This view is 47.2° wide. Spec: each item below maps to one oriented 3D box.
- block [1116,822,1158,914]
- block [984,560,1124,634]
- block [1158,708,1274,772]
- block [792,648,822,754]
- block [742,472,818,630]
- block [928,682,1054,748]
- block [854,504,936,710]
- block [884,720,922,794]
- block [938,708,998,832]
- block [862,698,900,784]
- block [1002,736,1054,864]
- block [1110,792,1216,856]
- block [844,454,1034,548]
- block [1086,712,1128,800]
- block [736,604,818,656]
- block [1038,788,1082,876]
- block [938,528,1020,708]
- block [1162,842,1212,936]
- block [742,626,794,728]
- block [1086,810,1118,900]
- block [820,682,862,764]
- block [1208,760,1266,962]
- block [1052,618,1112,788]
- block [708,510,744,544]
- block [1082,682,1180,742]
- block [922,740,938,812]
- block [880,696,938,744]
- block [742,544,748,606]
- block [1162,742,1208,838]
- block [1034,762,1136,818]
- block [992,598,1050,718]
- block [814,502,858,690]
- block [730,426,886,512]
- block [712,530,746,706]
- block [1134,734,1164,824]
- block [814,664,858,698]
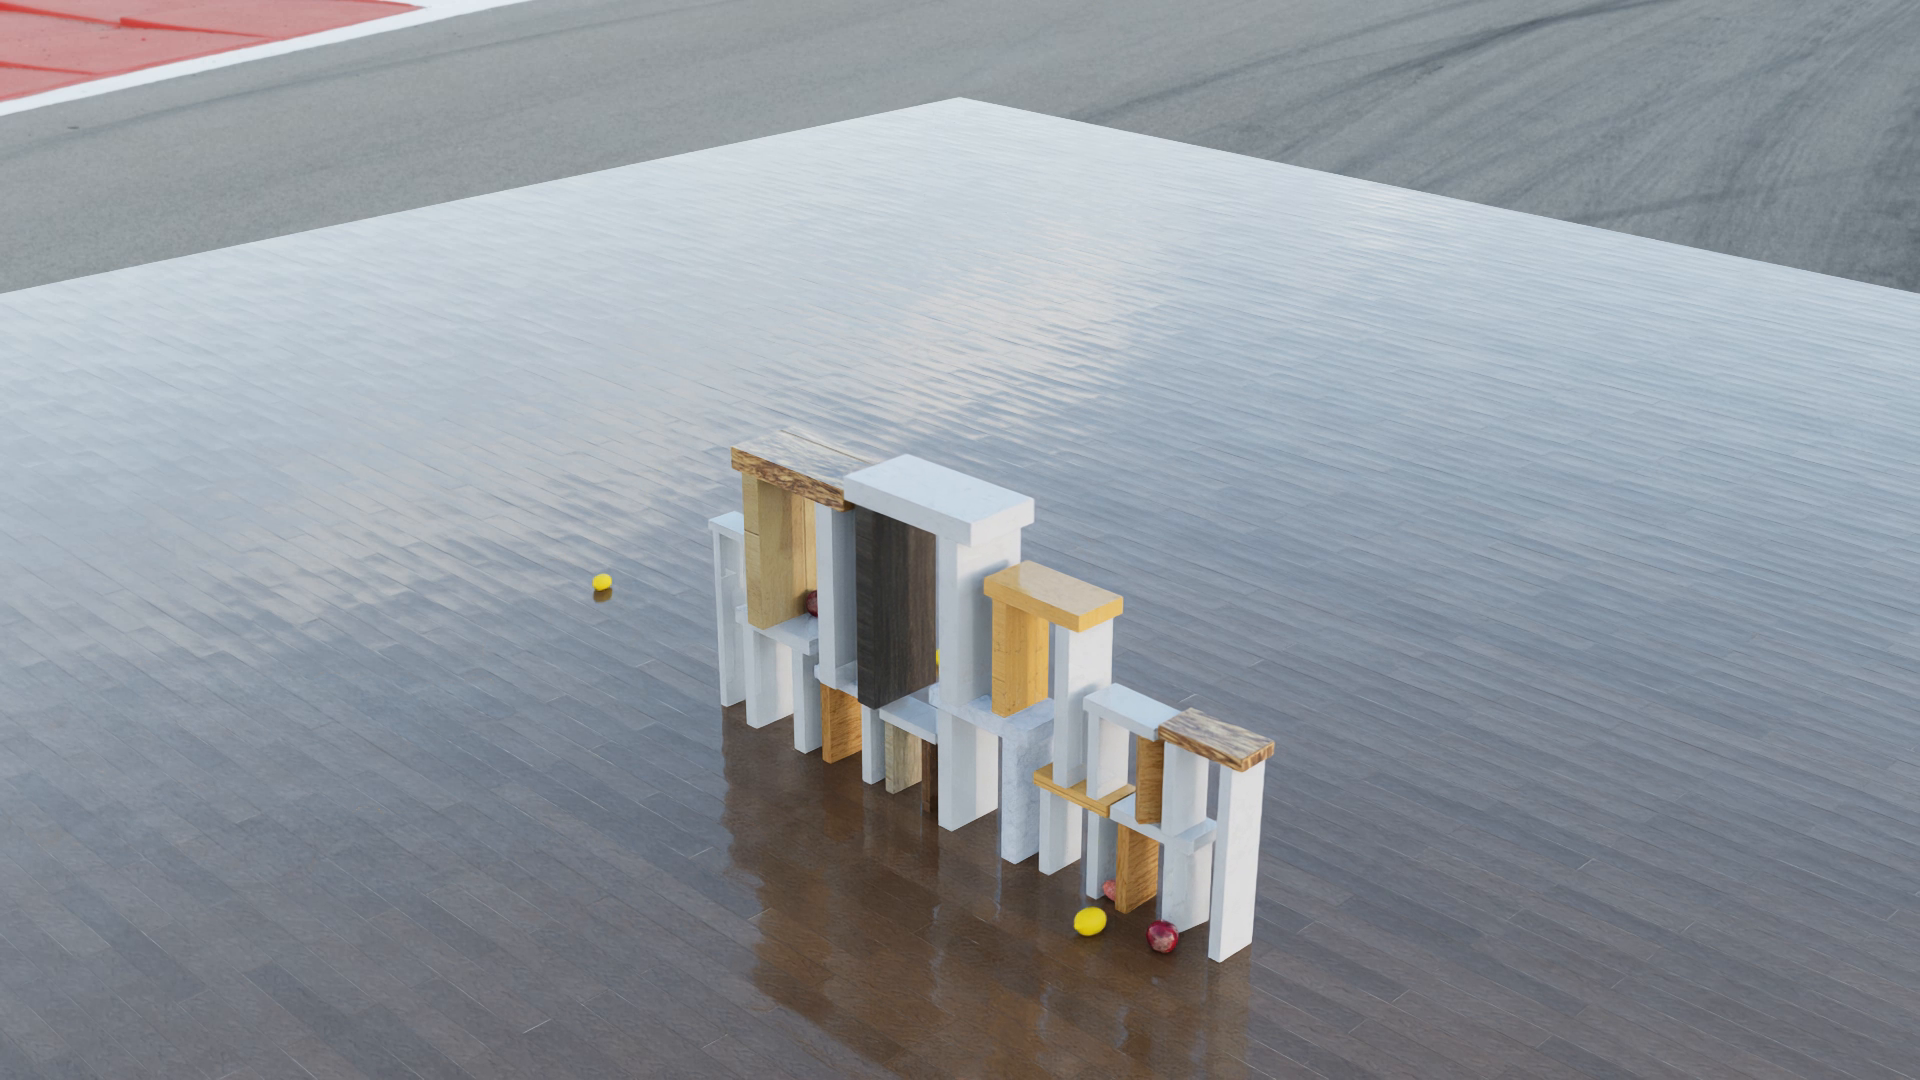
[{"bbox_3d":[0.332,0.597,4.115,0.027,0.187,0.094,20,30,38],"label":"block"},{"bbox_3d":[0.172,0.103,4.088,0.240,0.034,0.120,21,31,41],"label":"block"},{"bbox_3d":[0.451,0.352,3.876,0.185,0.026,0.093,20,30,39],"label":"block"},{"bbox_3d":[-0.300,0.324,4.691,0.034,0.239,0.119,21,31,41],"label":"block"},{"bbox_3d":[-0.371,0.002,4.622,0.048,0.342,0.171,21,31,41],"label":"block"},{"bbox_3d":[0.079,0.323,4.277,0.132,0.037,0.264,-21,31,-41],"label":"block"},{"bbox_3d":[-0.127,0.112,4.396,0.049,0.431,0.172,22,31,40],"label":"block"},{"bbox_3d":[-0.117,0.434,4.530,0.023,0.162,0.081,21,31,41],"label":"block"},{"bbox_3d":[0.017,0.437,4.393,0.132,0.264,0.037,-21,31,-41],"label":"block"},{"bbox_3d":[-0.160,0.404,4.567,0.094,0.188,0.027,-21,31,-41],"label":"block"},{"bbox_3d":[0.141,0.486,4.278,0.132,0.264,0.037,-21,31,-41],"label":"block"},{"bbox_3d":[0.377,0.516,4.032,0.187,0.027,0.094,21,31,40],"label":"block"},{"bbox_3d":[-0.043,-0.079,4.230,0.345,0.049,0.172,21,31,40],"label":"block"},{"bbox_3d":[0.275,0.387,4.083,0.025,0.177,0.087,21,31,41],"label":"block"},{"bbox_3d":[-0.356,0.177,4.689,0.238,0.034,0.119,21,31,41],"label":"block"},{"bbox_3d":[0.194,0.545,4.239,0.026,0.184,0.092,21,31,41],"label":"block"},{"bbox_3d":[0.038,0.133,4.234,0.172,0.345,0.049,-21,31,-41],"label":"block"},{"bbox_3d":[0.417,0.628,4.041,0.094,0.187,0.027,-16,27,-33],"label":"block"},{"bbox_3d":[-0.412,0.281,4.794,0.034,0.238,0.119,21,31,41],"label":"block"},{"bbox_3d":[0.281,0.579,4.160,0.092,0.184,0.026,-21,31,-40],"label":"block"},{"bbox_3d":[-0.248,0.370,4.649,0.094,0.188,0.027,-21,31,-41],"label":"block"},{"bbox_3d":[0.494,0.563,3.923,0.093,0.399,0.026,-21,32,-40],"label":"block"},{"bbox_3d":[0.229,0.293,4.107,0.034,0.331,0.120,21,31,41],"label":"block"},{"bbox_3d":[-0.464,-0.024,4.717,0.073,0.021,0.147,-21,31,-41],"label":"block"},{"bbox_3d":[0.317,0.312,4.001,0.087,0.025,0.174,-20,30,-39],"label":"block"},{"bbox_3d":[-0.040,0.464,4.459,0.023,0.162,0.081,21,31,41],"label":"block"},{"bbox_3d":[-0.078,0.364,4.458,0.162,0.023,0.081,21,31,41],"label":"block"},{"bbox_3d":[-0.430,0.067,4.718,0.021,0.147,0.073,21,31,41],"label":"block"},{"bbox_3d":[0.406,0.434,3.954,0.093,0.185,0.026,-20,30,-39],"label":"block"},{"bbox_3d":[0.238,0.465,4.158,0.184,0.026,0.092,21,31,40],"label":"block"},{"bbox_3d":[0.116,0.207,4.193,0.120,0.240,0.034,-21,31,-41],"label":"block"},{"bbox_3d":[-0.211,0.091,4.484,0.171,0.400,0.048,-21,31,-40],"label":"block"},{"bbox_3d":[-0.290,-0.147,4.472,0.171,0.048,0.342,-21,31,-41],"label":"block"},{"bbox_3d":[-0.499,0.165,4.835,0.021,0.419,0.073,21,31,41],"label":"block"},{"bbox_3d":[0.364,0.428,3.981,0.087,0.174,0.025,-5,22,-11],"label":"block"},{"bbox_3d":[-0.205,0.288,4.565,0.094,0.027,0.188,-21,31,-40],"label":"block"}]
